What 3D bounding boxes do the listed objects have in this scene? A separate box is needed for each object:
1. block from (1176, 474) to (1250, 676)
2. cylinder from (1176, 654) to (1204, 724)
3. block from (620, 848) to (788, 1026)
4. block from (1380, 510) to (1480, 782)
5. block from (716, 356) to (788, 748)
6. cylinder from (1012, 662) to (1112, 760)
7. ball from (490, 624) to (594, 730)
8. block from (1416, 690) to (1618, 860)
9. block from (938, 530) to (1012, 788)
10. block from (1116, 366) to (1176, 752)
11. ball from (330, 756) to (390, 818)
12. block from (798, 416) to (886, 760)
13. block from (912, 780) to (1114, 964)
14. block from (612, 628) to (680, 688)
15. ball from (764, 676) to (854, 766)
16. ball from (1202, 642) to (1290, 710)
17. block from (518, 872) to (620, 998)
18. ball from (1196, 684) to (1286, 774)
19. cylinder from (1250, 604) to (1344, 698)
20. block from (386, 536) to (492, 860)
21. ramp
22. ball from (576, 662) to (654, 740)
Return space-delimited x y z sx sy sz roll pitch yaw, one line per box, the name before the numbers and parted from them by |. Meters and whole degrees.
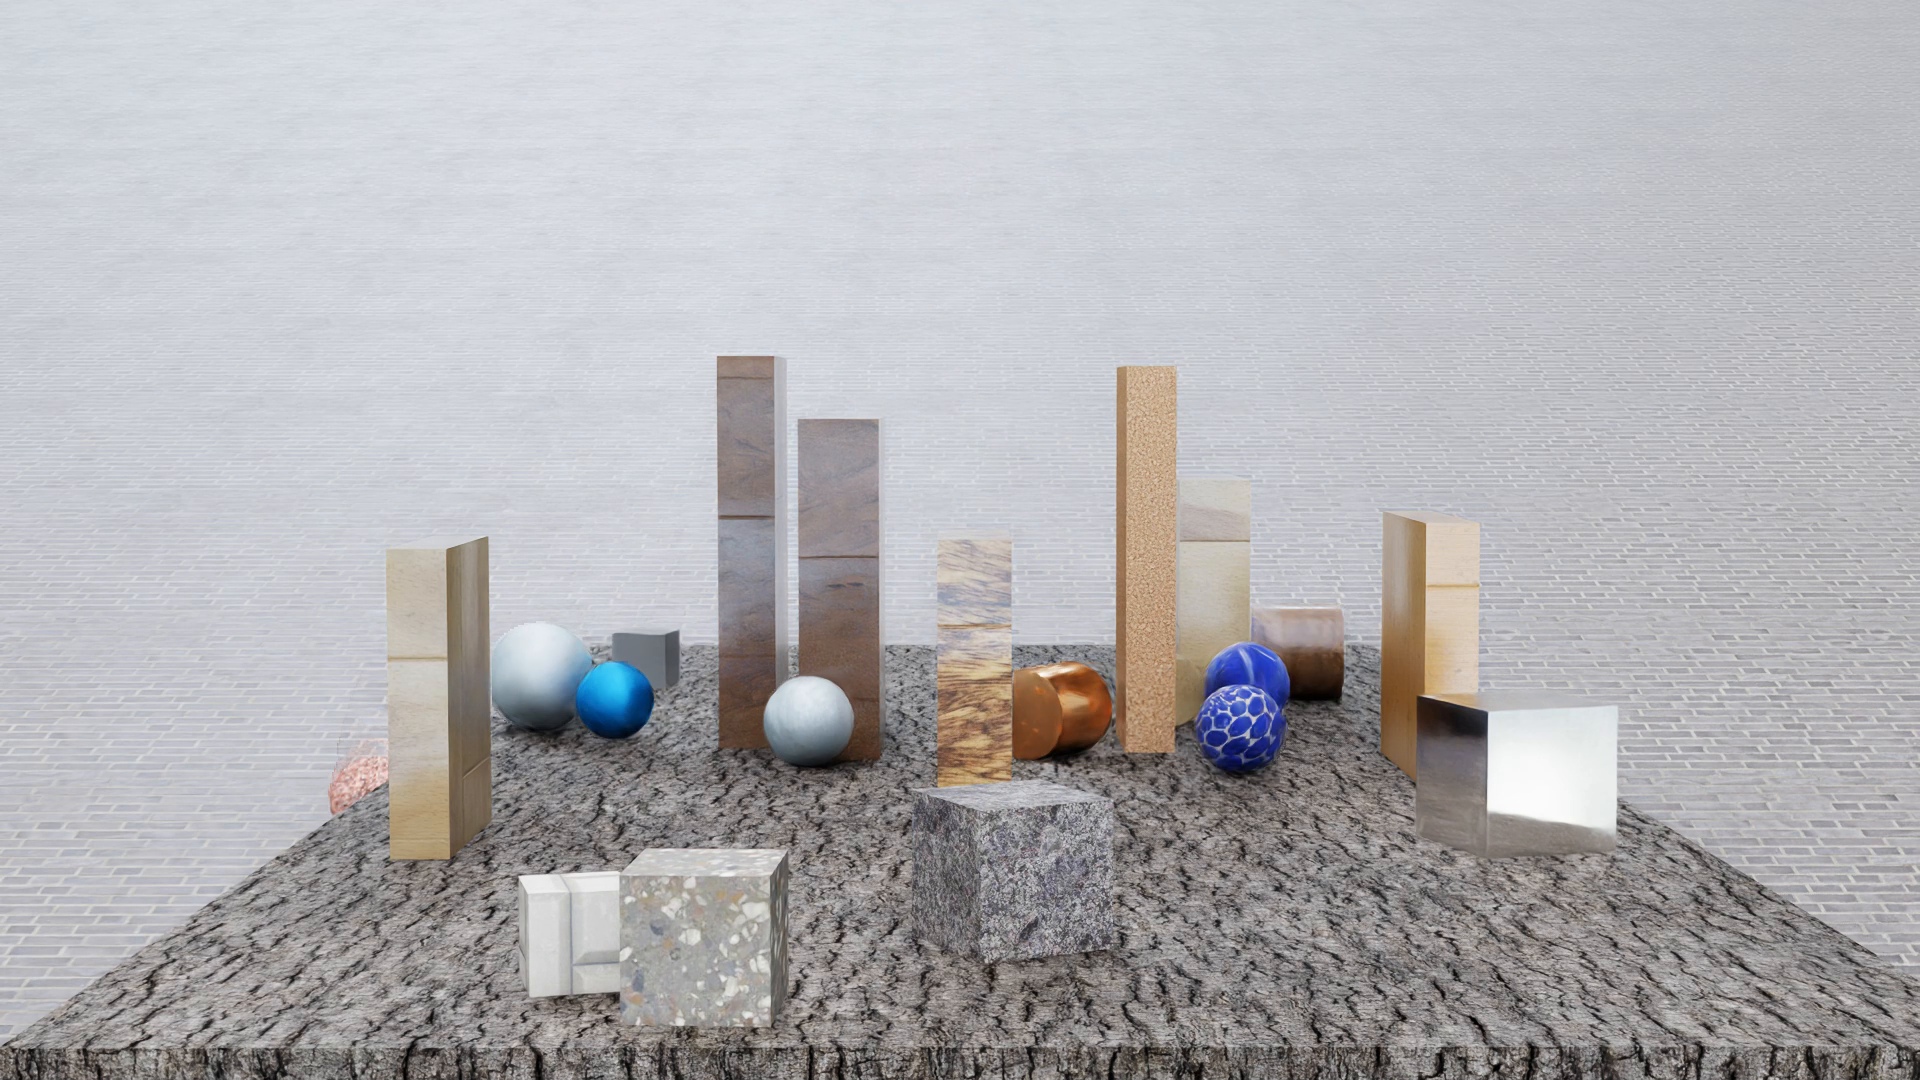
block | 0.503 0.105 5.283 0.140 0.468 0.411 0 3 0
cylinder | 0.412 0.290 5.022 0.129 0.129 0.129 0 3 -1
block | -0.266 0.414 2.692 0.154 0.154 0.154 0 3 3
block | 0.796 0.176 4.371 0.087 0.432 0.424 0 3 0
block | -0.385 0.013 4.806 0.103 0.708 0.353 0 3 0
cylinder | 0.159 0.303 4.551 0.158 0.158 0.158 15 11 34
ball | -0.799 0.261 4.896 0.203 0.203 0.203 0 21 0
block | 0.793 0.331 3.670 0.205 0.205 0.205 -1 4 -18
block | 0.020 0.209 3.795 0.106 0.435 0.258 0 3 0
block | 0.339 0.028 4.708 0.088 0.689 0.287 0 3 0
ball | -1.298 0.577 5.694 0.195 0.195 0.195 0 21 0
block | -0.212 0.075 4.687 0.141 0.597 0.392 0 3 0
block | 0.060 0.385 3.014 0.174 0.174 0.174 -2 4 -27
block | -0.690 0.259 5.652 0.117 0.117 0.117 1 3 9
ball | -0.260 0.312 4.427 0.155 0.155 0.155 0 21 0
ball | 0.547 0.278 4.904 0.166 0.166 0.166 0 21 0
block | -0.421 0.429 2.808 0.110 0.110 0.110 -1 3 -15
ball | 0.472 0.319 4.331 0.151 0.151 0.151 0 21 0
cylinder | 0.700 0.234 5.397 0.195 0.195 0.195 0 21 2
block | -0.747 0.217 3.699 0.083 0.430 0.322 0 3 0
ramp | 0.048 0.433 4.532 2.000 0.100 4.000 0 3 0
ball | -0.641 0.298 4.770 0.144 0.144 0.144 0 21 0
